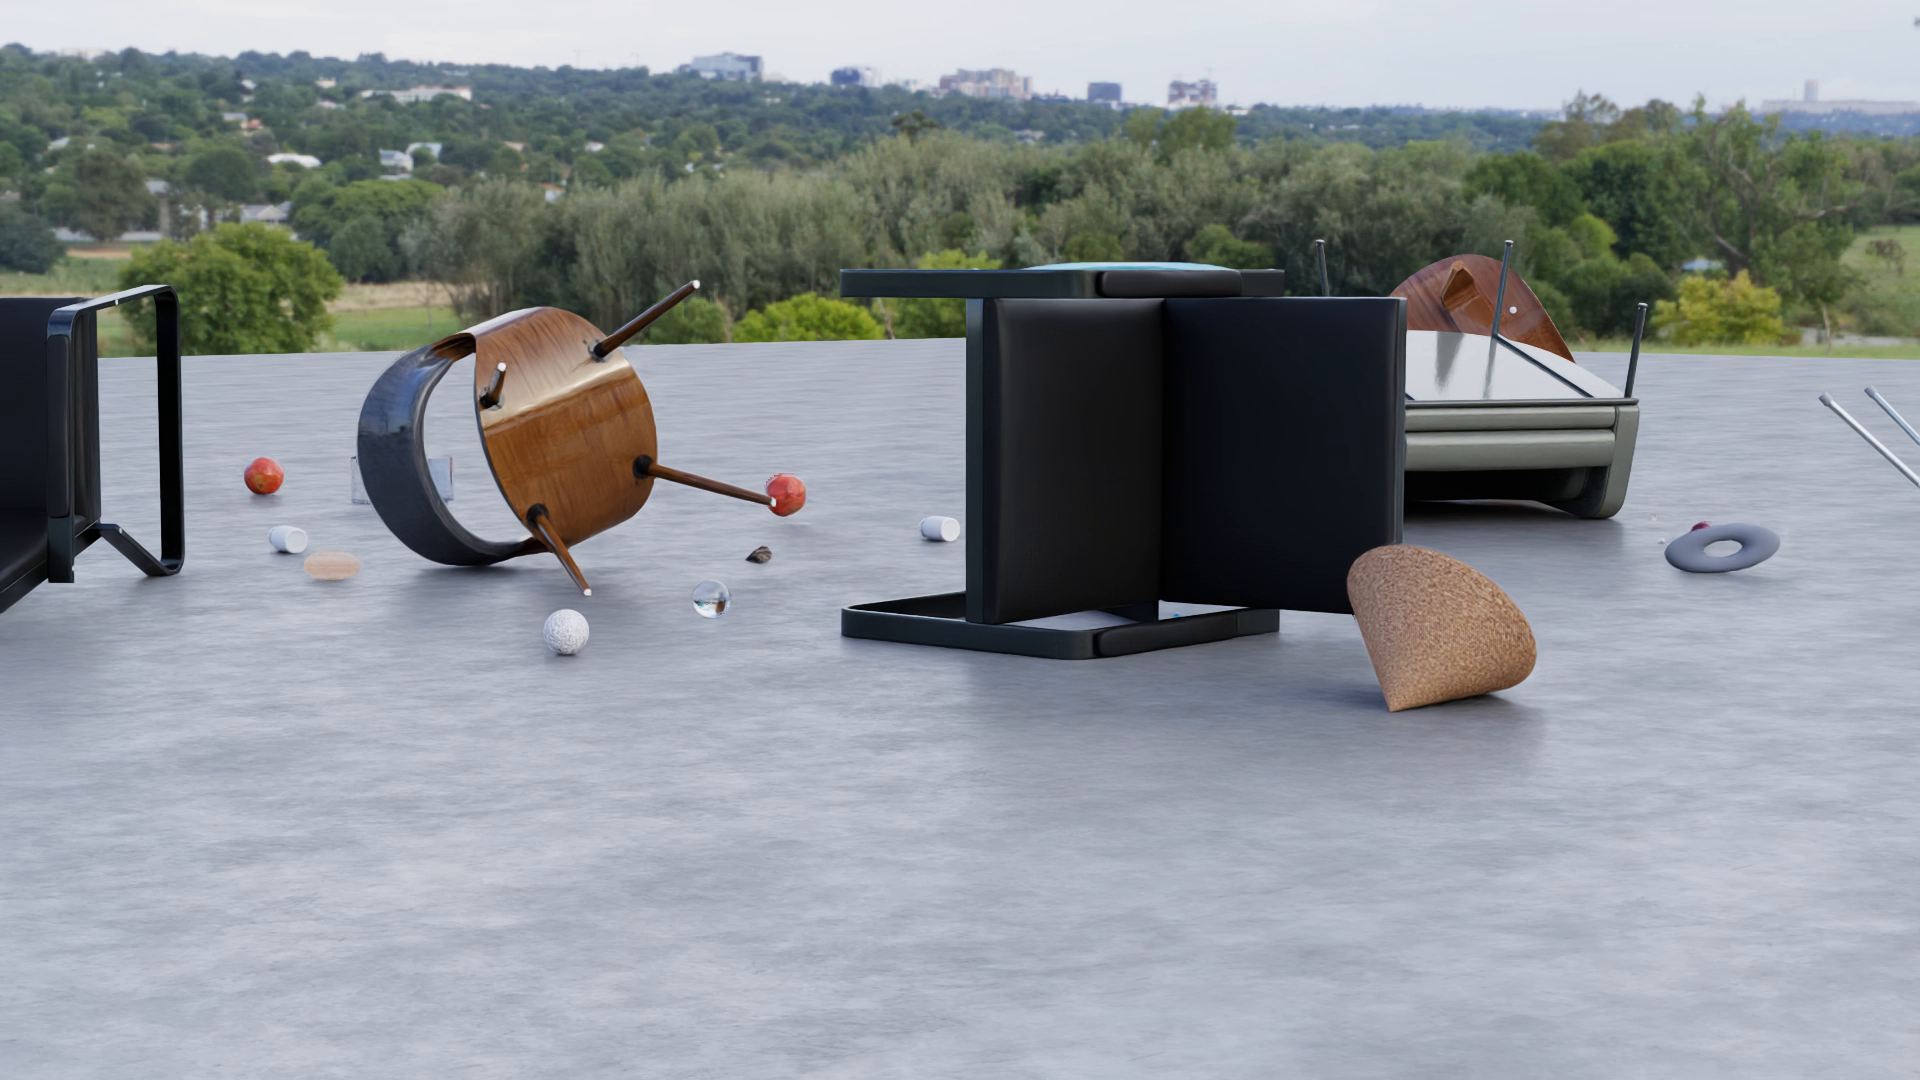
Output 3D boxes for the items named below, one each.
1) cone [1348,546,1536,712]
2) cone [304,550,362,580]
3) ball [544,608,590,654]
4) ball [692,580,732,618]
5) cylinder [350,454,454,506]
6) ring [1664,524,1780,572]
[{"bbox_3d":[0.698,0.192,3.933,0.308,0.325,0.196,-15,33,51],"label":"cone"},{"bbox_3d":[-1.372,0.068,5.603,0.122,0.077,0.047,0,-34,-20],"label":"cone"},{"bbox_3d":[-0.686,0.160,4.471,0.080,0.080,0.080,0,6,0],"label":"ball"},{"bbox_3d":[-0.479,0.113,4.947,0.075,0.075,0.075,0,6,0],"label":"ball"},{"bbox_3d":[-1.635,-0.179,7.525,0.295,0.129,0.300,1,6,7],"label":"cylinder"},{"bbox_3d":[1.697,0.019,5.709,0.264,0.108,0.039,-7,4,-3],"label":"ring"}]
